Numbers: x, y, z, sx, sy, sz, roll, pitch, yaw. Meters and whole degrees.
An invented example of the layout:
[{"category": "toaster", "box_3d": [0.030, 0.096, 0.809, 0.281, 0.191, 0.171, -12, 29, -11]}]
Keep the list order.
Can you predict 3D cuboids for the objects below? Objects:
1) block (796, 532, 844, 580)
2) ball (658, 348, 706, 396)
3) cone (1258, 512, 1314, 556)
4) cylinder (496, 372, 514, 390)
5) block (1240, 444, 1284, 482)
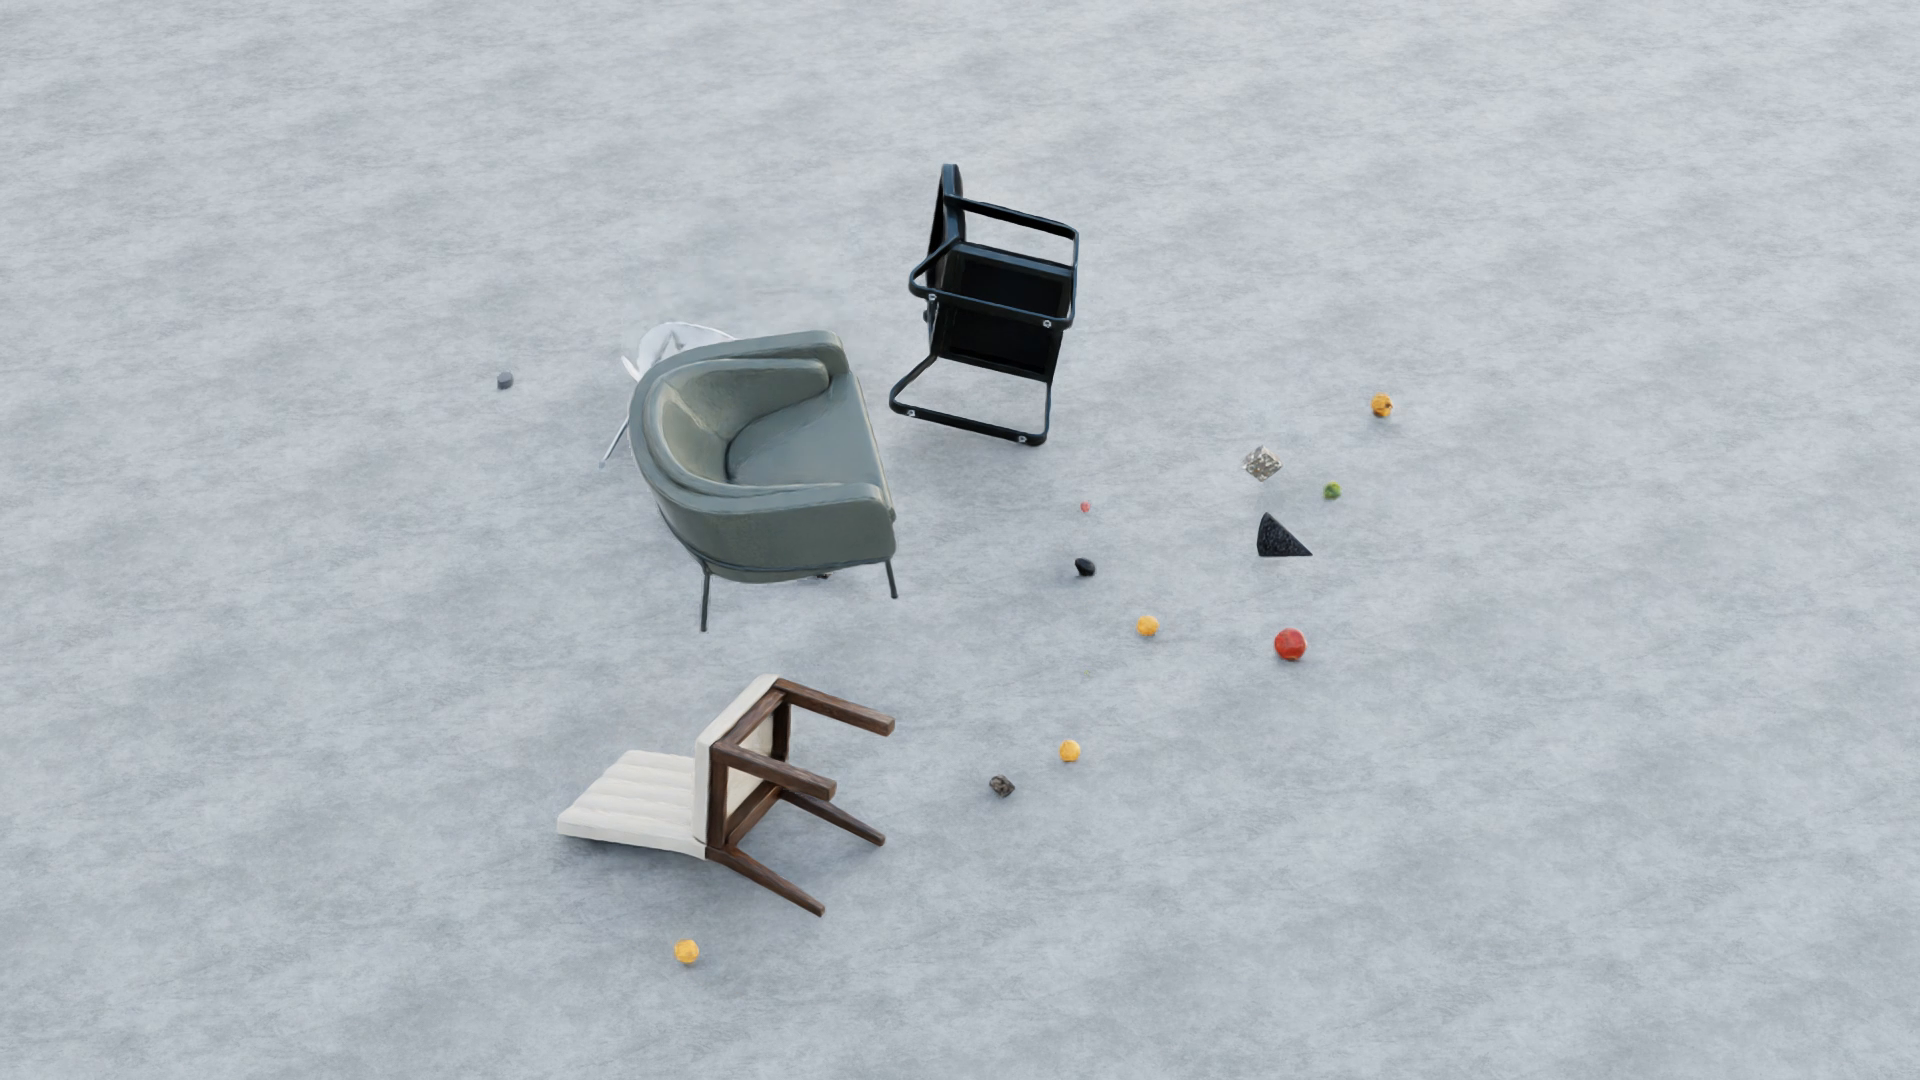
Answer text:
[{"category": "block", "box_3d": [-0.514, 0.056, 10.786, 0.122, 0.081, 0.168, 11, 35, 17]}, {"category": "ball", "box_3d": [-1.116, -0.679, 11.801, 0.191, 0.191, 0.191, 0, 33, 0]}, {"category": "cone", "box_3d": [1.206, 0.018, 10.737, 0.216, 0.205, 0.097, 24, 47, 29]}, {"category": "cylinder", "box_3d": [-1.845, -0.645, 11.888, 0.060, 0.038, 0.084, 8, 34, 11]}, {"category": "block", "box_3d": [1.158, -0.293, 11.237, 0.109, 0.119, 0.049, -37, 42, 24]}]
